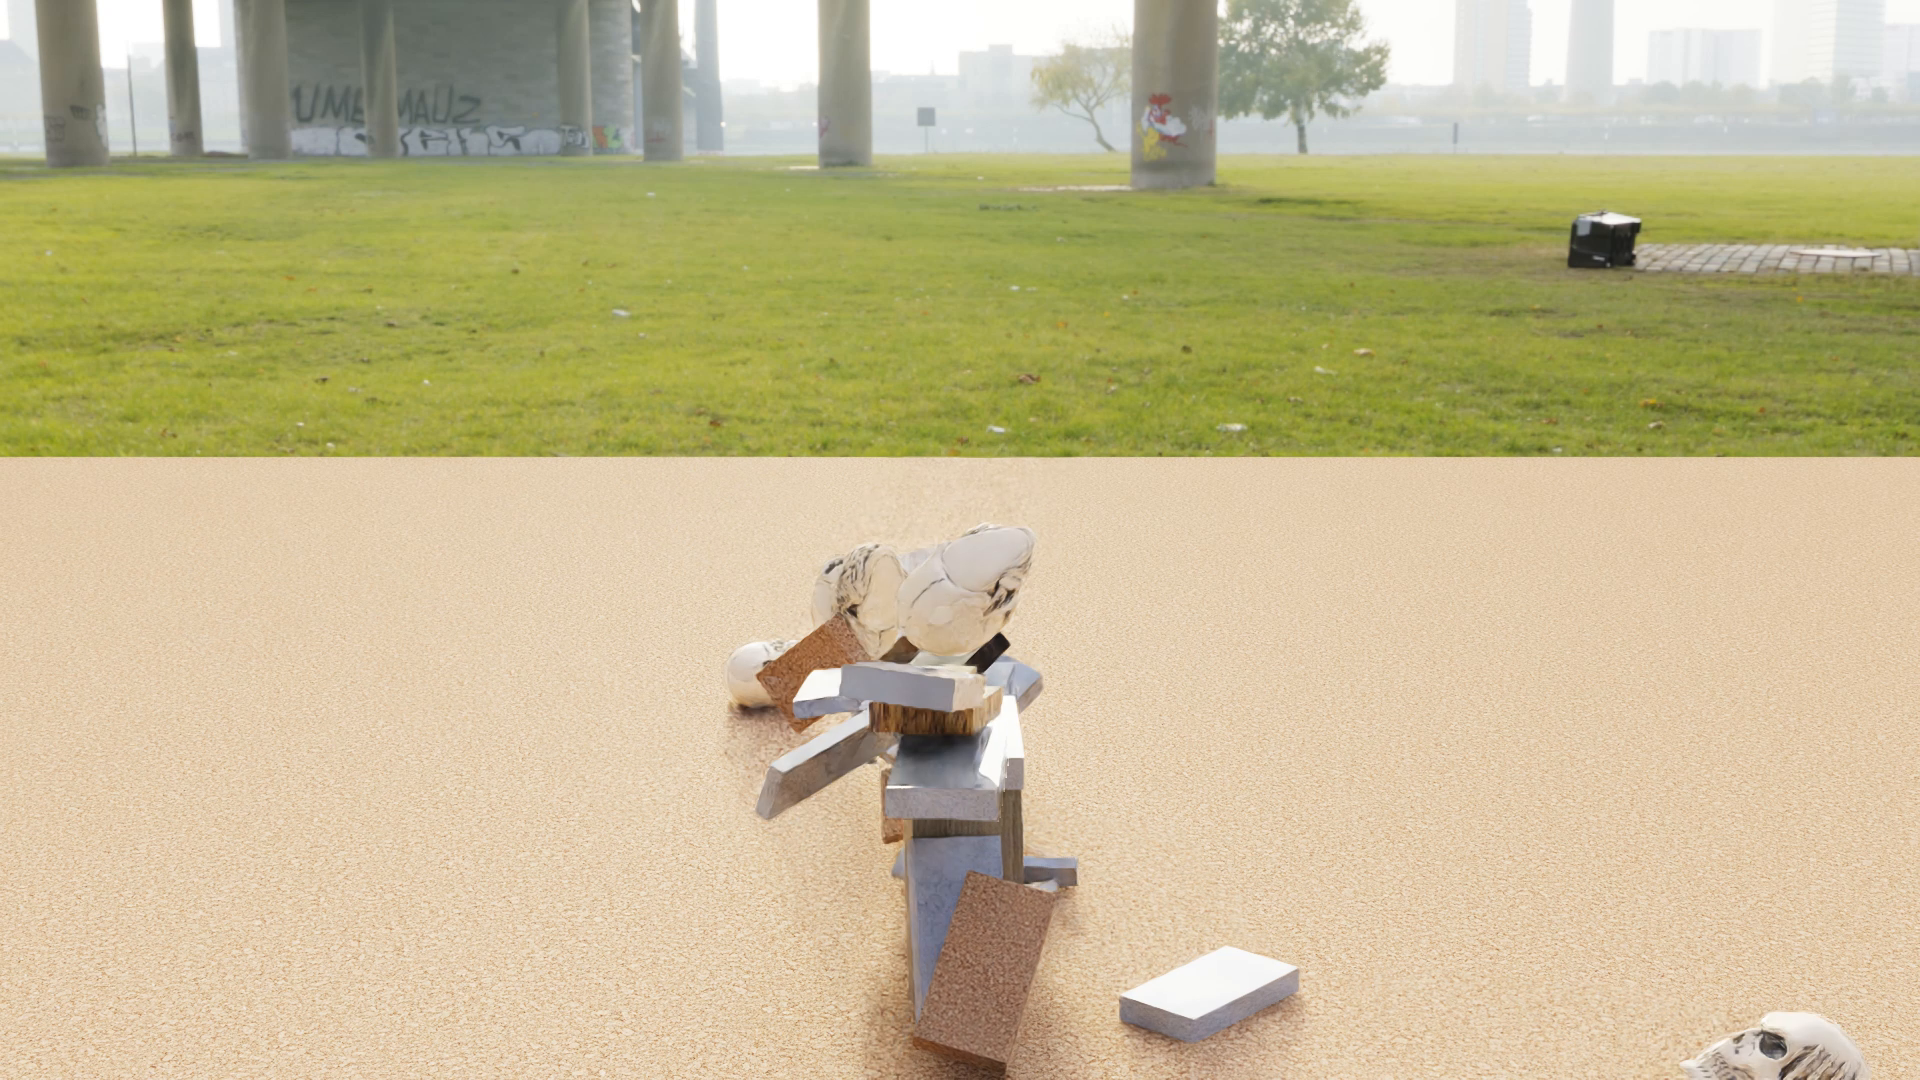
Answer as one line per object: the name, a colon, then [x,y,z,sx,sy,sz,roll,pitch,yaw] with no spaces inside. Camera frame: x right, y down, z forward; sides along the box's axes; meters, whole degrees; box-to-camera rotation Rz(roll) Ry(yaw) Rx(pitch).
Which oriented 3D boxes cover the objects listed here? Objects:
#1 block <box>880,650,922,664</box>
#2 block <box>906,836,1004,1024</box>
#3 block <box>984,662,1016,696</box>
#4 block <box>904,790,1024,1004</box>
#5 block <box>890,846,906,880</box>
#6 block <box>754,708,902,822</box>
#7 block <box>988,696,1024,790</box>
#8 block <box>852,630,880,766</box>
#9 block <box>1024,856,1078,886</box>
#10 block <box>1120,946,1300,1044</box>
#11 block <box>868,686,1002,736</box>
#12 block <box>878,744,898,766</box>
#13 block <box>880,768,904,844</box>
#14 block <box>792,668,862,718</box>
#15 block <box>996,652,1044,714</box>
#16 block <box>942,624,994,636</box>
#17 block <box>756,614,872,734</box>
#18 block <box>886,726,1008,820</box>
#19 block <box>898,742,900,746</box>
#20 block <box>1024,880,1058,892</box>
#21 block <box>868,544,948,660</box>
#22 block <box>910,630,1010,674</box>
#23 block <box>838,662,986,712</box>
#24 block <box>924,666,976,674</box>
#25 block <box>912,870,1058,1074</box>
block: [-0.057,0.336,4.255,0.144,0.289,0.041,-15,-28,6]
block: [-0.002,0.556,3.134,0.131,0.261,0.037,0,-12,-18]
block: [0.037,0.267,3.837,0.081,0.023,0.163,5,33,15]
block: [0.007,0.503,3.215,0.167,0.334,0.047,-3,6,-17]
block: [-0.045,0.548,3.661,0.126,0.018,0.063,13,46,17]
block: [-0.171,0.317,3.377,0.025,0.090,0.416,31,29,21]
block: [0.005,0.298,3.264,0.167,0.047,0.334,0,11,-1]
block: [-0.168,0.284,3.972,0.034,0.122,0.243,-4,31,3]
block: [0.134,0.556,3.693,0.126,0.063,0.018,1,54,7]
block: [0.365,0.659,3.198,0.131,0.037,0.261,9,14,41]
block: [-0.031,0.241,3.141,0.144,0.041,0.288,1,1,9]
block: [-0.075,0.350,3.783,0.070,0.020,0.139,33,39,31]
block: [-0.097,0.445,3.728,0.070,0.020,0.140,-15,47,13]
block: [-0.182,0.216,3.164,0.090,0.025,0.179,-9,9,6]
block: [0.007,0.309,3.892,0.140,0.040,0.281,26,55,32]
block: [-0.005,0.312,4.366,0.144,0.289,0.041,1,7,5]
block: [-0.232,0.220,3.584,0.034,0.121,0.243,-36,0,-40]
block: [-0.014,0.311,2.969,0.144,0.041,0.288,1,11,4]
block: [-0.031,0.327,3.789,0.081,0.023,0.163,24,35,20]
block: [0.097,0.584,3.596,0.063,0.018,0.126,-18,-3,39]
block: [-0.105,0.124,4.383,0.144,0.041,0.289,-16,32,12]
block: [-0.018,0.219,3.894,0.121,0.034,0.298,-45,12,-19]
block: [-0.058,0.190,2.871,0.144,0.041,0.288,7,-1,8]
block: [-0.031,0.205,3.242,0.090,0.025,0.179,1,1,7]
block: [0.036,0.593,3.035,0.131,0.037,0.261,15,55,8]
